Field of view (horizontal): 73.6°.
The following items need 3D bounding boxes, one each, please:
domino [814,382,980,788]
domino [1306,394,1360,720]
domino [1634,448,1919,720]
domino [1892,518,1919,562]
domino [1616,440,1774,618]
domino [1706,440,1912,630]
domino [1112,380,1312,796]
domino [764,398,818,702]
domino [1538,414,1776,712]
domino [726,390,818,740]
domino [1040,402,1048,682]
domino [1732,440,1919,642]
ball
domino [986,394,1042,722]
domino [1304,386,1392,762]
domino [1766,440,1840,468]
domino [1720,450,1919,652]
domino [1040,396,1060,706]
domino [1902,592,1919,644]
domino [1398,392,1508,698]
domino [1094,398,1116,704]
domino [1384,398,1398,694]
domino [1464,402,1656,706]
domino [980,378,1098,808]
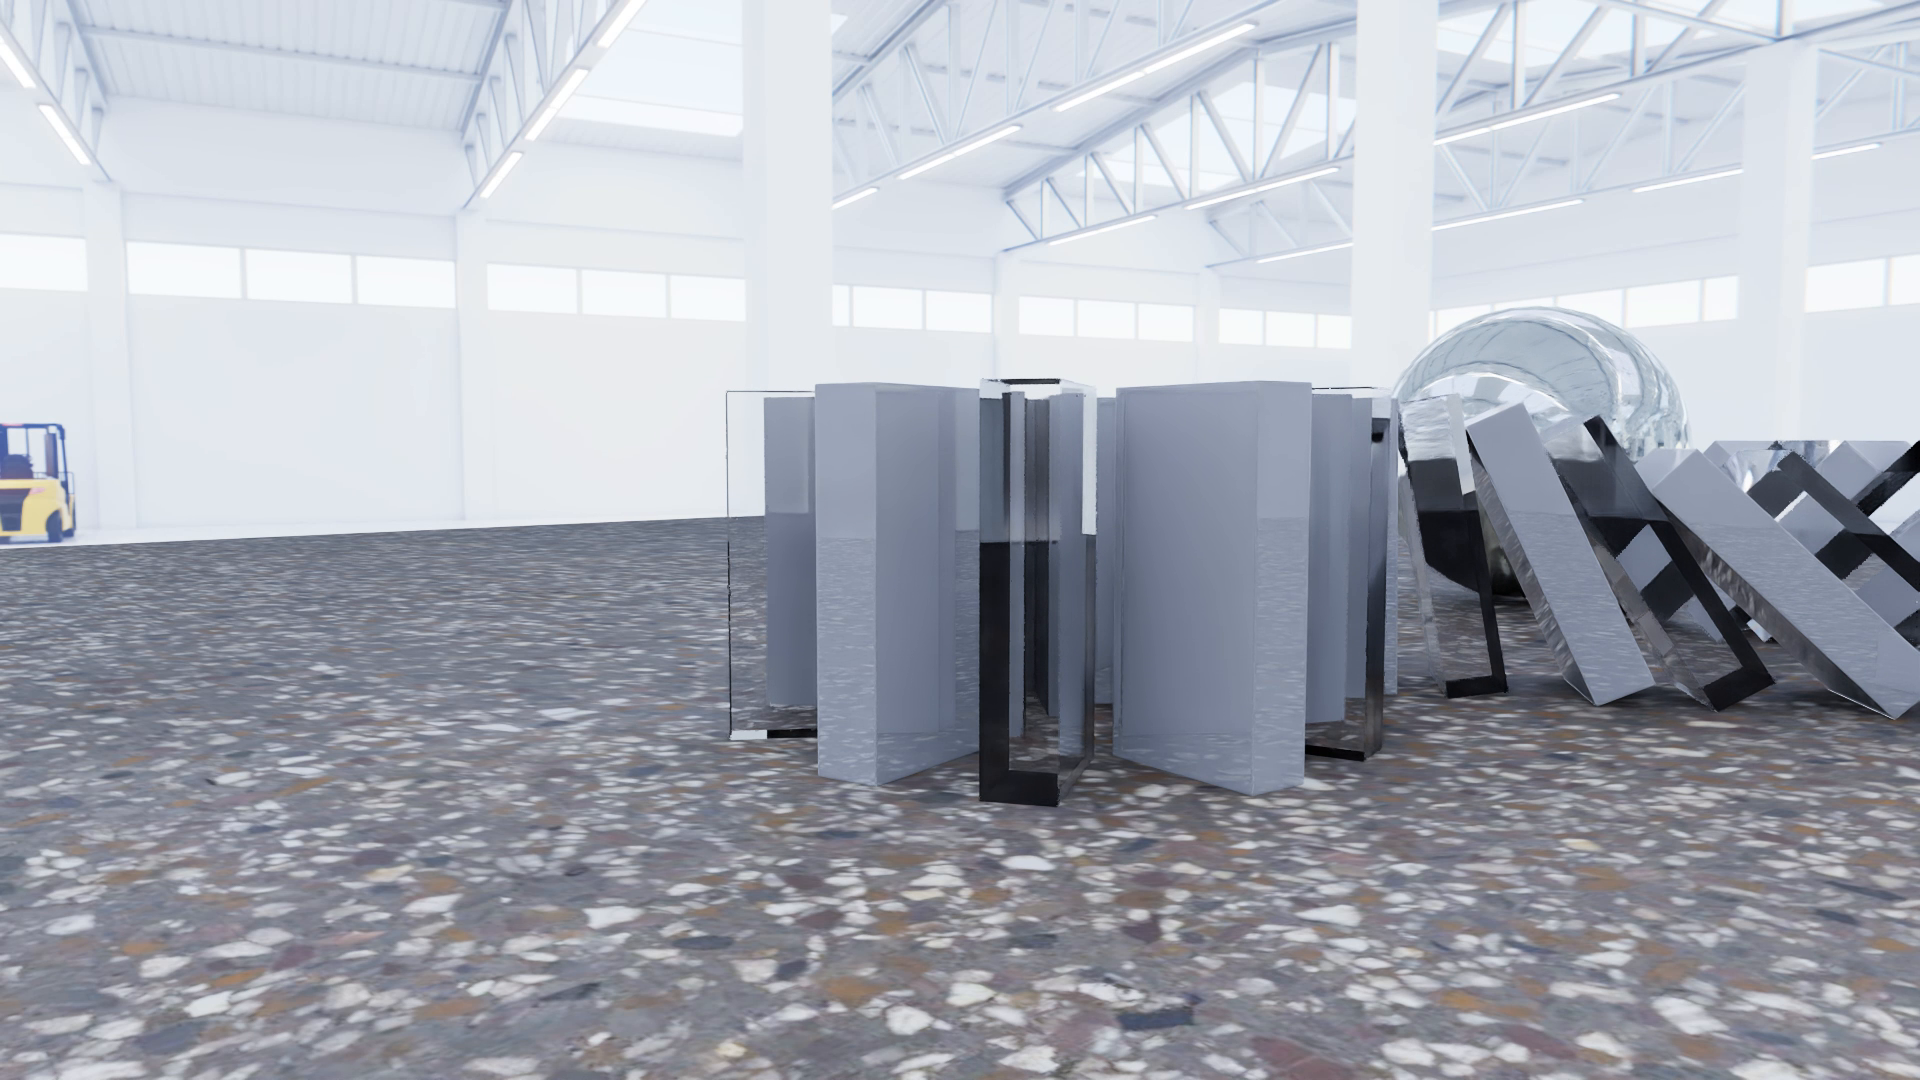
[{"bbox_3d":[-0.007,0.005,0.170,0.009,0.050,0.025,3,5,34],"label":"domino"},{"bbox_3d":[0.048,0.003,0.200,0.025,0.050,0.009,-1,5,-18],"label":"domino"},{"bbox_3d":[0.133,0.006,0.212,0.050,0.009,0.025,46,13,7],"label":"domino"},{"bbox_3d":[0.197,0.002,0.256,0.025,0.009,0.050,-2,-40,-30],"label":"domino"},{"bbox_3d":[0.170,-0.002,0.301,0.025,0.050,0.009,-2,47,-30],"label":"domino"},{"bbox_3d":[0.183,0.000,0.279,0.025,0.050,0.010,-2,47,-30],"label":"domino"},{"bbox_3d":[0.032,0.005,0.166,0.009,0.050,0.025,-3,5,-35],"label":"domino"},{"bbox_3d":[-0.019,0.002,0.214,0.025,0.050,0.009,1,4,15],"label":"domino"},{"bbox_3d":[0.114,0.003,0.216,0.009,0.050,0.025,-32,-4,14],"label":"domino"},{"bbox_3d":[-0.021,0.003,0.189,0.025,0.050,0.009,-1,4,-8],"label":"domino"},{"bbox_3d":[0.008,0.000,0.239,0.009,0.050,0.025,-1,4,-11],"label":"domino"},{"bbox_3d":[0.190,0.001,0.268,0.025,0.050,0.010,-2,47,-30],"label":"domino"},{"bbox_3d":[0.156,-0.024,0.353,0.080,0.080,0.080,0,4,0],"label":"ball"},{"bbox_3d":[0.000,0.003,0.200,0.025,0.050,0.010,0,4,5],"label":"domino"},{"bbox_3d":[0.046,0.004,0.181,0.025,0.050,0.009,3,5,33],"label":"domino"},{"bbox_3d":[0.176,-0.001,0.290,0.025,0.050,0.009,-2,47,-30],"label":"domino"},{"bbox_3d":[0.147,0.006,0.210,0.050,0.009,0.025,45,13,7],"label":"domino"},{"bbox_3d":[0.006,0.001,0.217,0.009,0.050,0.025,-2,5,-29],"label":"domino"},{"bbox_3d":[0.210,0.009,0.238,0.025,0.009,0.050,4,-20,-35],"label":"domino"},{"bbox_3d":[0.085,0.000,0.224,0.009,0.050,0.025,-10,2,14],"label":"domino"},{"bbox_3d":[0.021,0.001,0.221,0.009,0.050,0.025,0,4,-3],"label":"domino"},{"bbox_3d":[0.072,0.000,0.228,0.010,0.050,0.025,0,4,13],"label":"domino"},{"bbox_3d":[0.100,0.001,0.220,0.010,0.050,0.025,-25,-2,15],"label":"domino"},{"bbox_3d":[0.010,0.005,0.162,0.009,0.050,0.025,1,4,16],"label":"domino"}]
